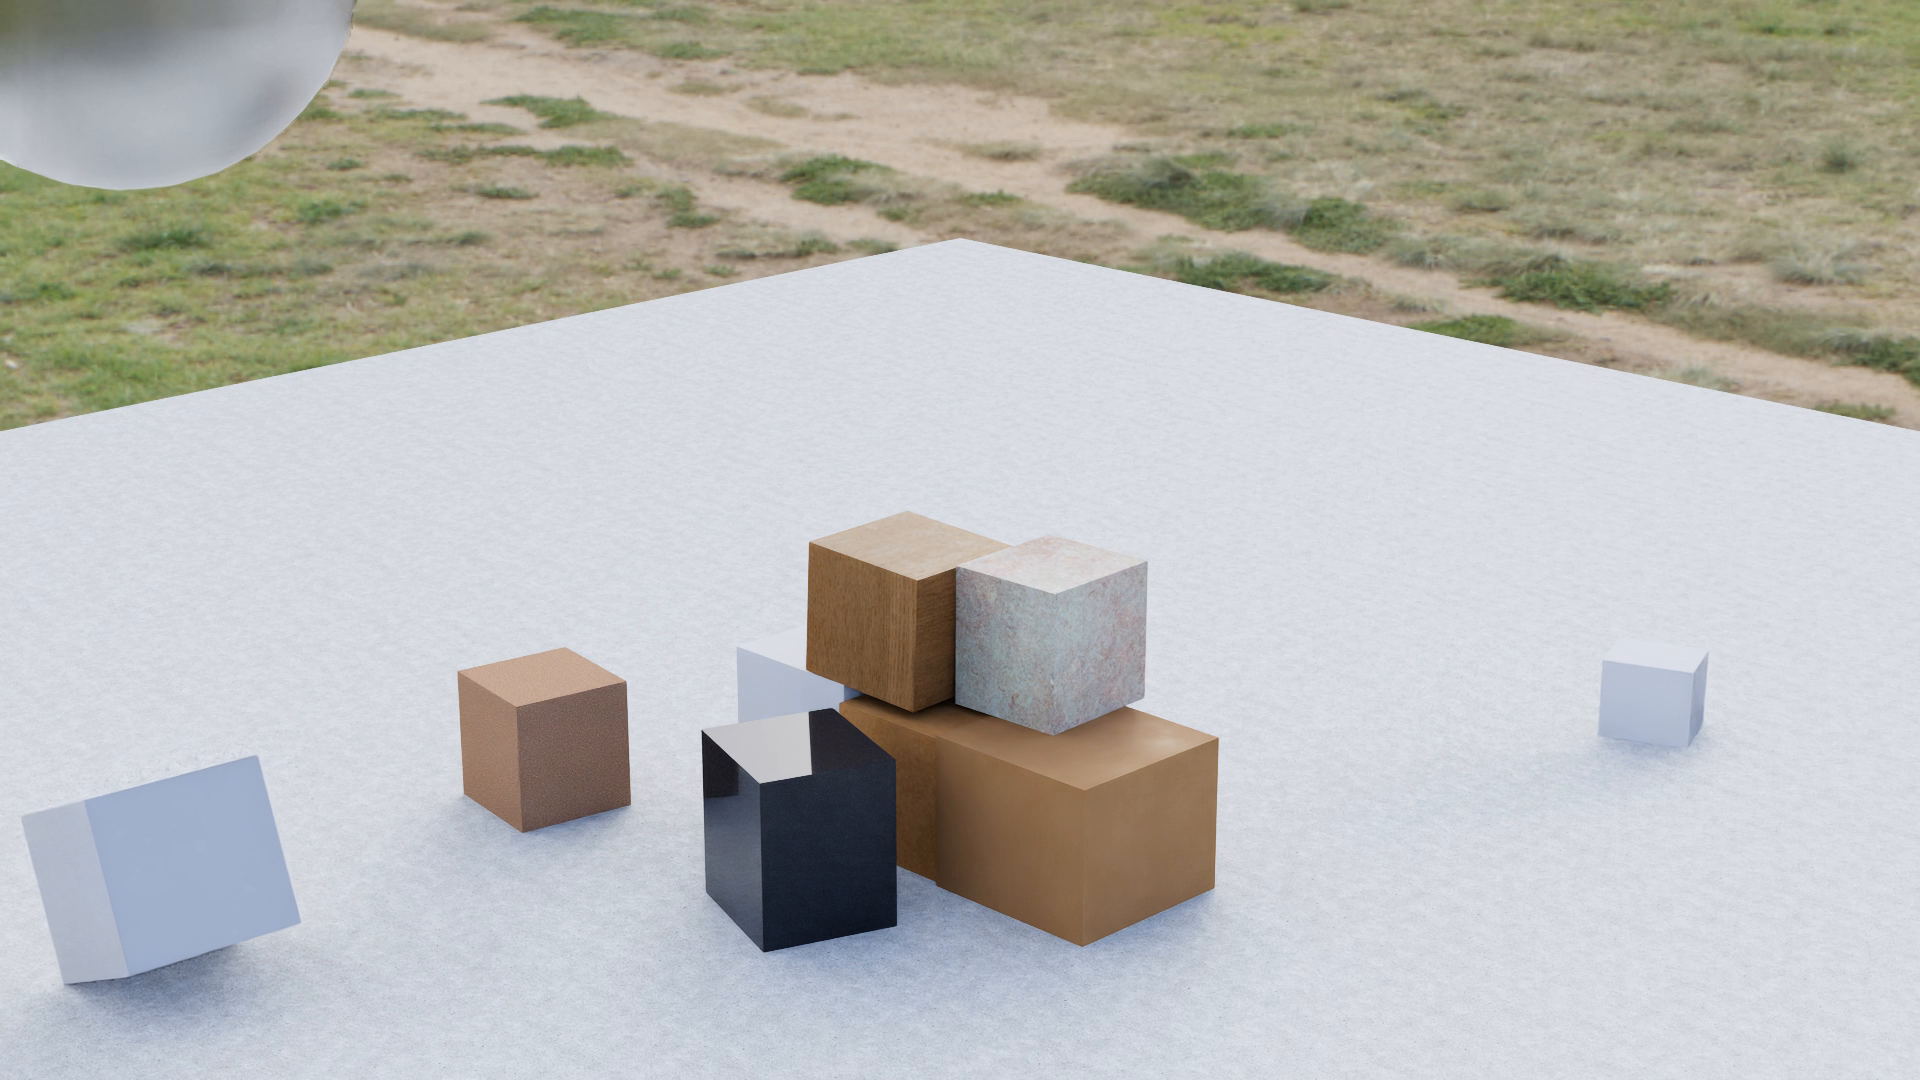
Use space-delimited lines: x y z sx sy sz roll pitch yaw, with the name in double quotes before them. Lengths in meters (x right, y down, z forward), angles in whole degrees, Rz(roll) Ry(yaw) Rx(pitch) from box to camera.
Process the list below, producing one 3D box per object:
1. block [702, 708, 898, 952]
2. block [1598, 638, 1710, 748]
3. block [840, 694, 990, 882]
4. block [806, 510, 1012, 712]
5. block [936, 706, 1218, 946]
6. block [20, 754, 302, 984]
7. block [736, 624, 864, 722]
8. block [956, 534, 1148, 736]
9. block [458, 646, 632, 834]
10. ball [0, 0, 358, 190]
"block" -0.714 1.272 12.984 0.633 0.788 0.704 -8 19 -24
"block" 3.584 0.787 15.157 0.463 0.410 0.385 8 19 24
"block" -0.051 1.080 13.739 0.769 0.701 0.672 -17 24 -42
"block" -0.232 0.322 13.677 0.690 0.640 0.666 19 25 39
"block" 0.524 1.228 13.217 0.882 0.732 0.907 -17 24 -42
"block" -3.365 1.386 12.337 0.773 0.733 0.731 -14 0 -39
"block" -0.554 0.887 14.226 0.719 0.778 0.759 -17 24 -42
"block" 0.418 0.424 13.436 0.593 0.668 0.650 16 23 40
"block" -2.016 0.961 14.222 0.593 0.640 0.607 -12 21 -34
"ball" -2.812 -1.972 9.775 1.600 1.600 1.600 0 17 0
